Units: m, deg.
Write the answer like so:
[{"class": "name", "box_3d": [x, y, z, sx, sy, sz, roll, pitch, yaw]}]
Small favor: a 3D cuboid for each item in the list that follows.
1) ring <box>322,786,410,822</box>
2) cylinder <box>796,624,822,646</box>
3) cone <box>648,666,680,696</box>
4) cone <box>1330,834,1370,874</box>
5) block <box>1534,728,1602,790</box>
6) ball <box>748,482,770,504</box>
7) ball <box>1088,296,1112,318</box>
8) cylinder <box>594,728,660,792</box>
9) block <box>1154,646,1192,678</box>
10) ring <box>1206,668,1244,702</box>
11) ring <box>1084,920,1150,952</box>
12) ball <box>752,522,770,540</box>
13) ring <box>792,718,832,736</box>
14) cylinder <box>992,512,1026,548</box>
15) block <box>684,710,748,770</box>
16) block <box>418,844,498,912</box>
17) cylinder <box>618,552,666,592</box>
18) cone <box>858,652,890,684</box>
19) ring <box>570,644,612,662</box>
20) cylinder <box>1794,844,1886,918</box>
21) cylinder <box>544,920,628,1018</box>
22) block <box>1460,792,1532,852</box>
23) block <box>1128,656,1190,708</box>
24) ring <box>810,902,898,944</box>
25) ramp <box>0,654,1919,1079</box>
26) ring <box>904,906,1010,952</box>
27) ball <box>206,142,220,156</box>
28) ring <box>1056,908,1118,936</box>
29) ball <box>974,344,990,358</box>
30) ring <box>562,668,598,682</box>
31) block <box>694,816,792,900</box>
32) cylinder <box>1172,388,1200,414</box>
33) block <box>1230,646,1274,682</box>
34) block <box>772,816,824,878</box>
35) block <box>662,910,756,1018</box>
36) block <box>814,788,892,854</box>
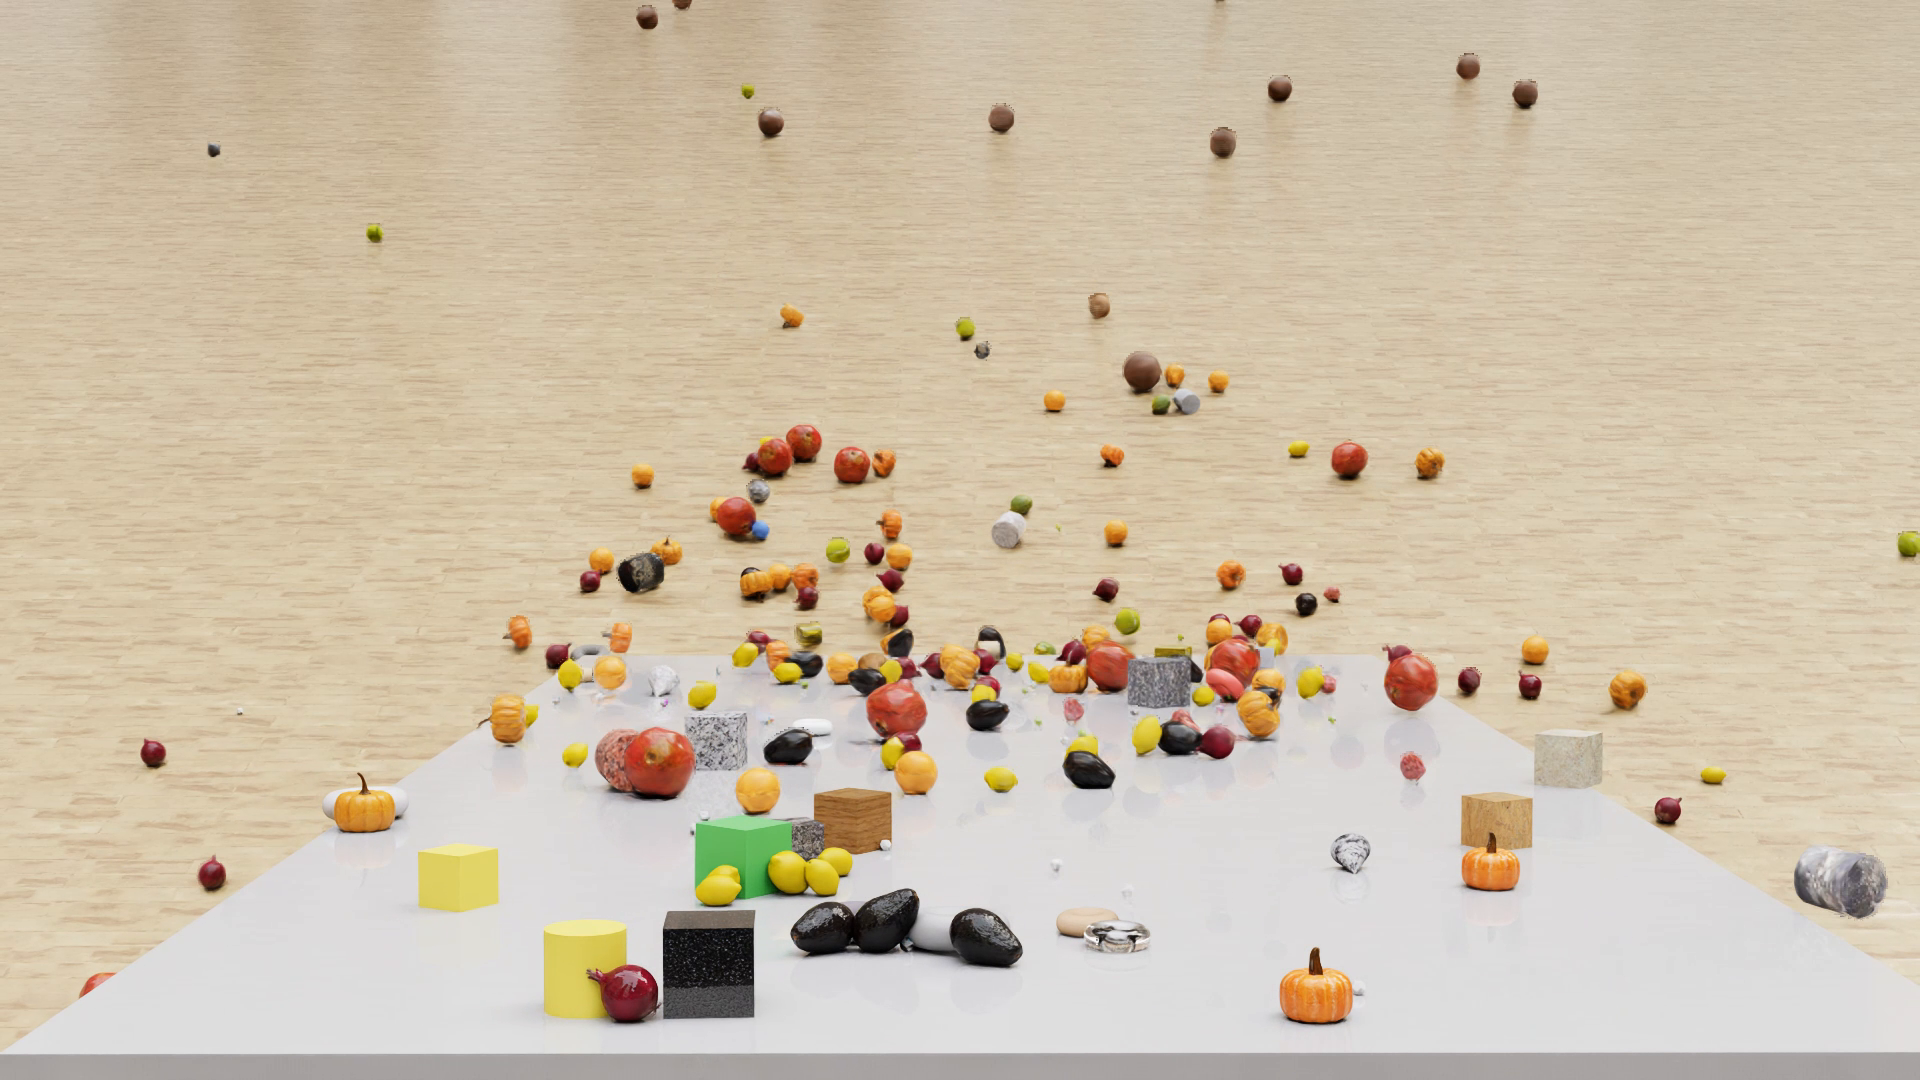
[{"class": "ring", "box_3d": [-0.918, 0.407, 3.970, 0.132, 0.044, 0.132, -3, 0, 0]}, {"class": "cylinder", "box_3d": [-0.399, 0.251, 6.814, 0.054, 0.054, 0.054, -8, 23, -22]}, {"class": "cone", "box_3d": [-0.657, 0.324, 5.628, 0.072, 0.072, 0.072, 2, 30, 5]}, {"class": "cone", "box_3d": [0.537, 0.440, 3.513, 0.056, 0.056, 0.056, 0, 30, 1]}, {"class": "block", "box_3d": [1.021, 0.367, 4.314, 0.086, 0.086, 0.086, 2, 4, 35]}, {"class": "ball", "box_3d": [-0.611, -0.145, 7.811, 0.068, 0.068, 0.068, 0, 21, 0]}, {"class": "ball", "box_3d": [0.527, -0.879, 9.671, 0.083, 0.083, 0.083, 0, 21, 0]}, {"class": "cylinder", "box_3d": [-0.552, 0.365, 4.267, 0.095, 0.095, 0.095, -7, 5, -17]}, {"class": "block", "box_3d": [0.495, 0.285, 5.972, 0.073, 0.073, 0.073, 1, 3, 17]}, {"class": "ring", "box_3d": [0.568, 0.311, 5.499, 0.093, 0.093, 0.031, 19, 65, 40]}, {"class": "ring", "box_3d": [0.185, 0.466, 3.023, 0.079, 0.026, 0.079, 1, 4, 0]}, {"class": "ball", "box_3d": [-0.585, -0.028, 7.534, 0.053, 0.053, 0.053, 0, 21, 0]}, {"class": "ring", "box_3d": [-0.286, 0.362, 4.969, 0.081, 0.027, 0.081, 0, 4, 0]}, {"class": "cylinder", "box_3d": [0.143, -0.030, 7.497, 0.083, 0.083, 0.083, 6, 22, 15]}, {"class": "block", "box_3d": [-0.429, 0.353, 4.527, 0.093, 0.093, 0.093, 0, 3, 6]}, {"class": "block", "box_3d": [-0.640, 0.430, 3.279, 0.071, 0.071, 0.071, 2, 4, 32]}, {"class": "cylinder", "box_3d": [-0.889, 0.090, 7.178, 0.092, 0.092, 0.092, 18, 28, 39]}, {"class": "cone", "box_3d": [-0.197, 0.310, 5.865, 0.077, 0.077, 0.077, 0, 30, -1]}, {"class": "ring", "box_3d": [-0.964, 0.304, 6.708, 0.106, 0.035, 0.106, 0, 23, 0]}, {"class": "cylinder", "box_3d": [1.123, 0.435, 3.283, 0.079, 0.079, 0.079, -11, 10, -26]}, {"class": "cylinder", "box_3d": [-0.396, 0.452, 2.715, 0.087, 0.087, 0.087, 0, 3, 0]}, {"class": "block", "box_3d": [0.775, 0.406, 3.711, 0.072, 0.072, 0.072, -2, 4, -30]}, {"class": "block", "box_3d": [0.421, 0.302, 5.443, 0.096, 0.096, 0.096, -2, 4, -32]}, {"class": "ring", "box_3d": [-0.126, 0.459, 3.084, 0.106, 0.035, 0.106, 0, 4, 0]}, {"class": "ramp", "box_3d": [0.050, 0.449, 4.532, 2.000, 0.100, 4.000, 0, 3, 0]}, {"class": "ring", "box_3d": [-0.004, 0.458, 3.028, 0.126, 0.042, 0.126, 1, -1, 0]}, {"class": "ball", "box_3d": [-3.538, -1.849, 12.175, 0.068, 0.068, 0.068, 0, 21, 0]}, {"class": "ring", "box_3d": [0.154, 0.462, 3.107, 0.077, 0.026, 0.077, -2, 3, 0]}, {"class": "ball", "box_3d": [0.080, -0.675, 9.188, 0.055, 0.055, 0.055, 0, 21, 0]}, {"class": "ring", "box_3d": [-0.874, 0.311, 5.918, 0.084, 0.028, 0.084, 1, 4, 0]}, {"class": "block", "box_3d": [-0.284, 0.416, 3.375, 0.089, 0.089, 0.089, 3, 4, 37]}, {"class": "cylinder", "box_3d": [0.760, -0.466, 8.631, 0.070, 0.070, 0.070, -8, 23, -19]}, {"class": "block", "box_3d": [0.674, 0.286, 5.924, 0.076, 0.076, 0.076, 2, 4, 34]}, {"class": "block", "box_3d": [-0.230, 0.419, 3.504, 0.069, 0.069, 0.069, -1, 3, -24]}, {"class": "block", "box_3d": [-0.264, 0.448, 2.720, 0.095, 0.095, 0.095, 0, 3, -3]}, {"class": "block", "box_3d": [-0.154, 0.404, 3.695, 0.080, 0.080, 0.080, 2, 4, 37]}]
